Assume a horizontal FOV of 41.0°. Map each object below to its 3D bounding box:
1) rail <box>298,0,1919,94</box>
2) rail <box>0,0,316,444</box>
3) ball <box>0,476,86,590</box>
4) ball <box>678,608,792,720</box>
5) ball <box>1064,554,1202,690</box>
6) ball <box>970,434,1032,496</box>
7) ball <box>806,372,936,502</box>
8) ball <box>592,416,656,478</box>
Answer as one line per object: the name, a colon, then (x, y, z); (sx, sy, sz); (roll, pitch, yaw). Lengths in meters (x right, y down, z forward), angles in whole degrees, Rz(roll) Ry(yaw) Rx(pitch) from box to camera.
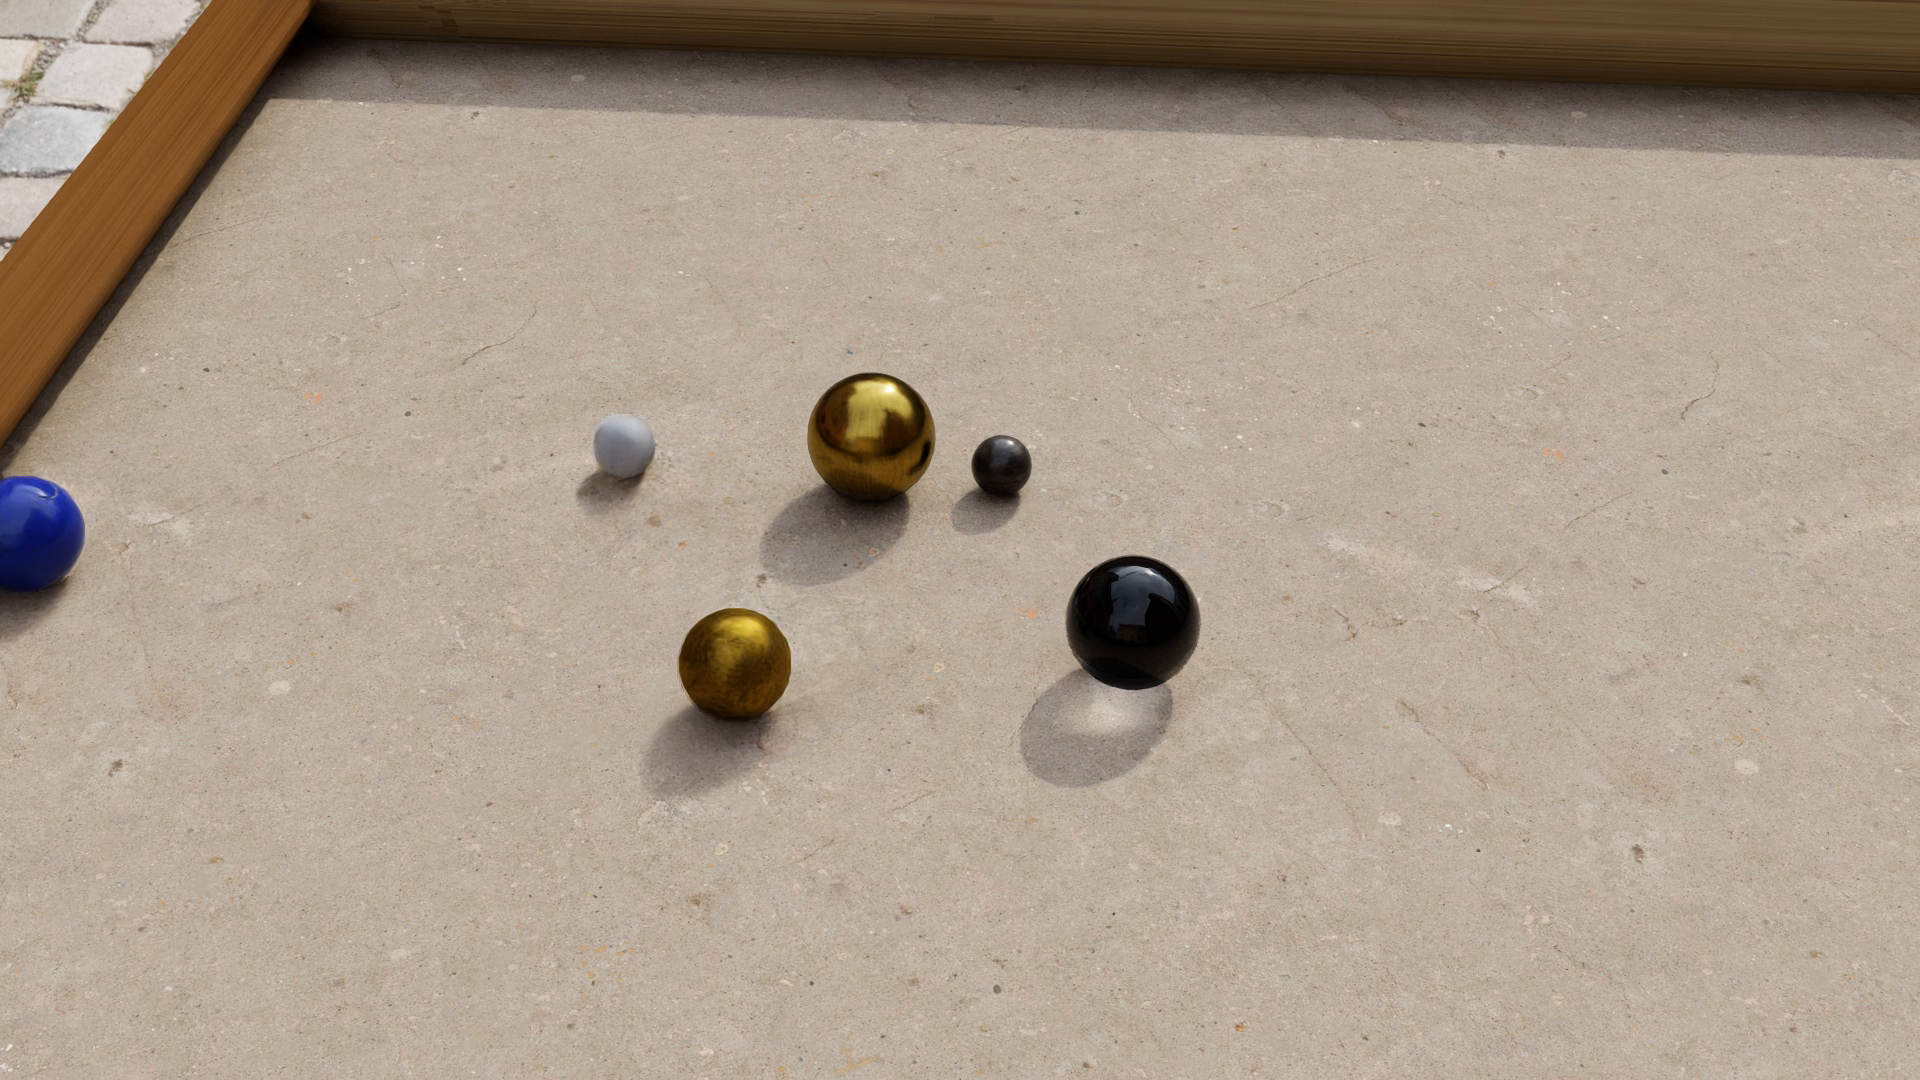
rail: (0.847, -0.491, 2.518); (3.096, 0.128, 0.045); (3, 35, 4)
rail: (-0.748, -0.059, 1.899); (0.045, 0.128, 1.823); (3, 35, 4)
ball: (-0.678, -0.005, 1.861); (0.084, 0.084, 0.084); (0, 35, 0)
ball: (-0.152, 0.084, 1.740); (0.077, 0.077, 0.077); (0, 35, 0)
ball: (0.119, 0.057, 1.764); (0.093, 0.093, 0.093); (0, 35, 0)
ball: (0.032, -0.057, 1.968); (0.047, 0.047, 0.047); (0, 35, 0)
ball: (-0.067, -0.078, 1.954); (0.098, 0.098, 0.098); (0, 35, 0)
ball: (-0.260, -0.073, 1.989); (0.048, 0.048, 0.048); (0, 35, 0)
